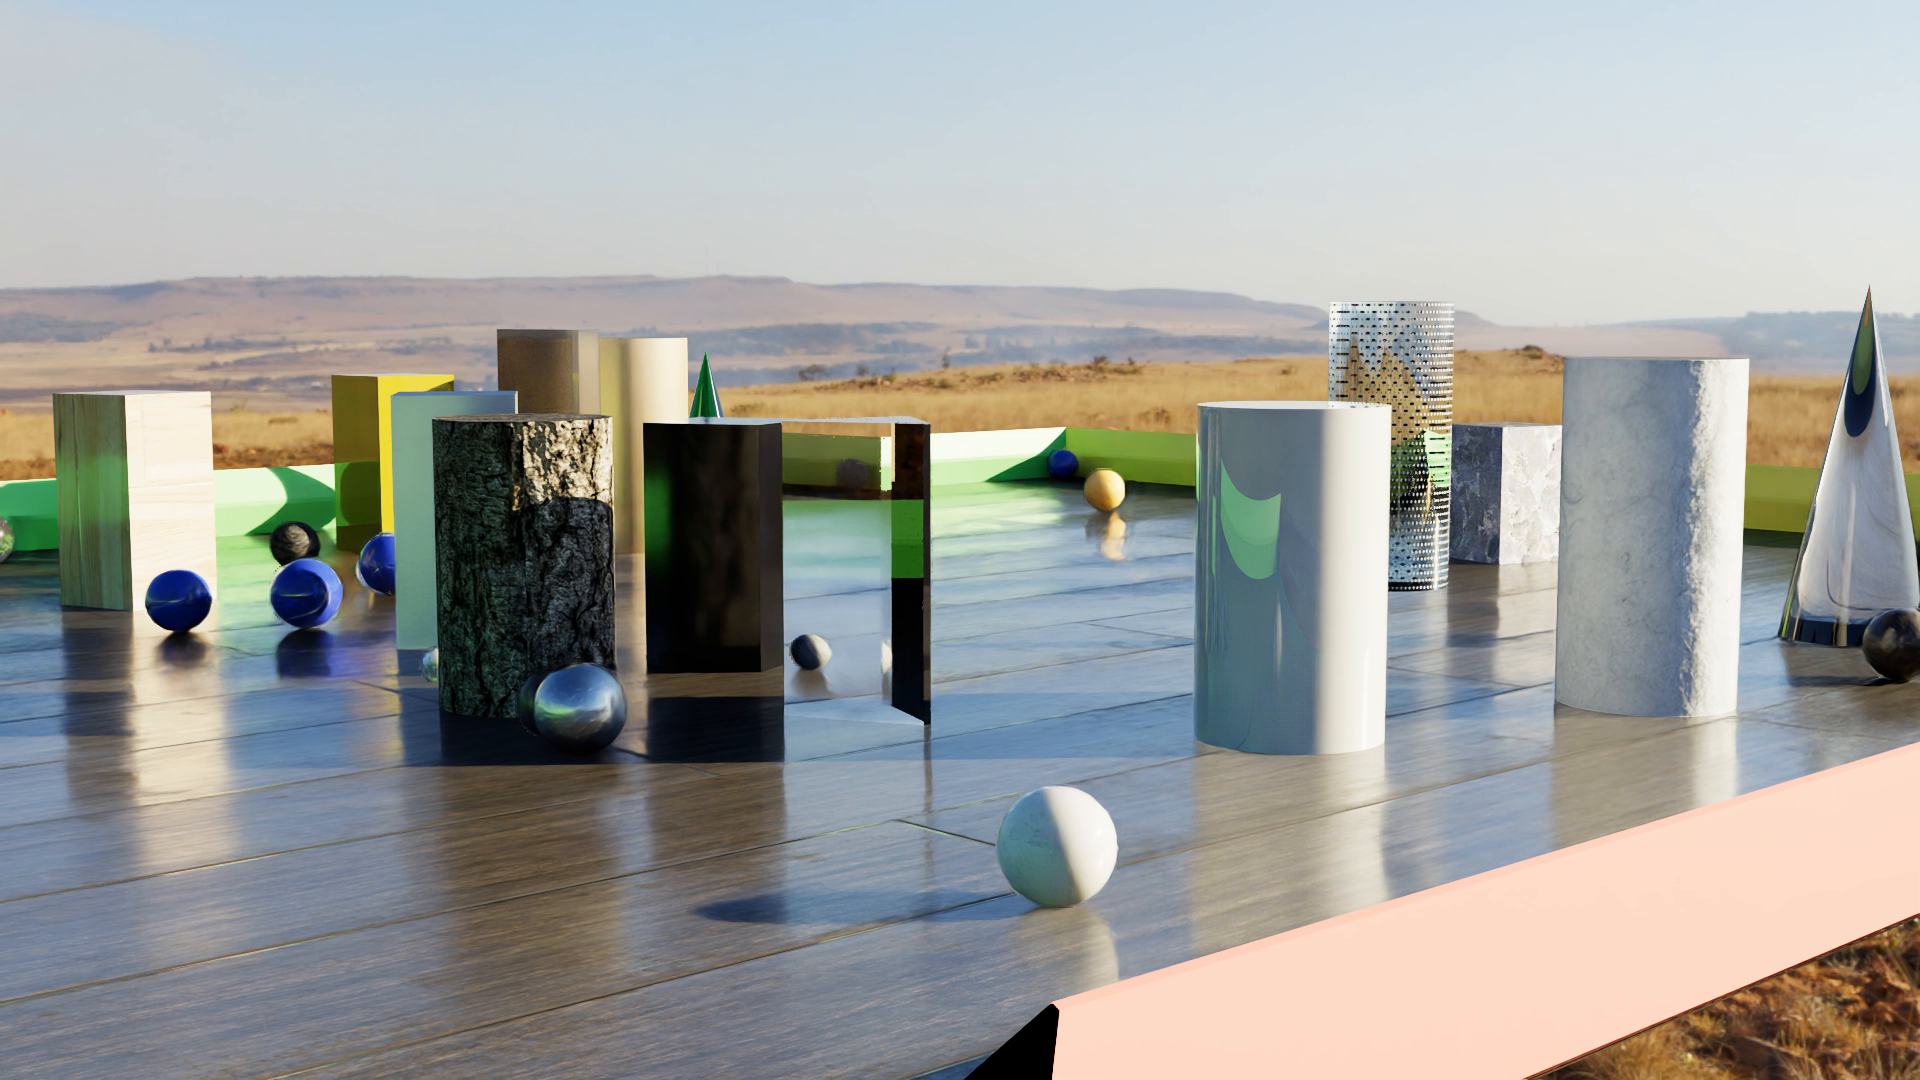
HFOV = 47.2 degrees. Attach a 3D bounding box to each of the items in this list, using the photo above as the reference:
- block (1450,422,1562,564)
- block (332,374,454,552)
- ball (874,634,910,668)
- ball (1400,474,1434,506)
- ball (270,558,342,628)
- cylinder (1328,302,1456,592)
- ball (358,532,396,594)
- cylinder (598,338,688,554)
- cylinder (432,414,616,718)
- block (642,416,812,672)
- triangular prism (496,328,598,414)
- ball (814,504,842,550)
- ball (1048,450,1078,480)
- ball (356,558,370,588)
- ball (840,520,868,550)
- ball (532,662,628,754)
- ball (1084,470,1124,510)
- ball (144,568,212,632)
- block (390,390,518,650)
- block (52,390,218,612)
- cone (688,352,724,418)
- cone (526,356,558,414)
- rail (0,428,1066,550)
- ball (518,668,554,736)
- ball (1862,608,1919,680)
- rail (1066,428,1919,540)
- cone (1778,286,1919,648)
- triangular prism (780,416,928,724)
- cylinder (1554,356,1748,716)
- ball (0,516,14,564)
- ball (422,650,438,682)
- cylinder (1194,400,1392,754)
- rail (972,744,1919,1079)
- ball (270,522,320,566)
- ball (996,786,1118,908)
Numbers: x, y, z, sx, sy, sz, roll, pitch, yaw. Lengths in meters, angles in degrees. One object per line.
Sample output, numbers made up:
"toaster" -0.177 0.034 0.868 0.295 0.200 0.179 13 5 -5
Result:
"block" 0.983 -0.088 3.973 0.160 0.242 0.160 -3 7 -29
"block" -1.055 -0.144 4.103 0.160 0.327 0.160 6 8 43
"ball" -0.085 0.138 2.752 0.044 0.044 0.044 0 6 0
"ball" 1.047 -0.114 5.036 0.074 0.074 0.074 0 6 0
"ball" -0.920 0.075 3.096 0.098 0.098 0.098 0 6 0
"cylinder" 0.698 -0.157 3.577 0.200 0.460 0.200 0 6 0
"ball" -0.898 0.037 3.469 0.098 0.098 0.098 0 6 0
"cylinder" -0.611 -0.182 4.134 0.200 0.395 0.200 0 6 0
"cylinder" -0.494 0.023 2.500 0.200 0.325 0.200 0 6 0
"block" -0.293 0.001 2.805 0.160 0.306 0.160 2 6 20
"triangular prism" -0.655 -0.146 3.688 0.173 0.415 0.150 4 7 32
"ball" -0.261 -0.023 4.096 0.086 0.086 0.086 0 6 0
"ball" 0.275 -0.202 5.846 0.080 0.080 0.080 0 6 0
"ball" -0.941 0.048 3.535 0.061 0.061 0.061 0 6 0
"ball" -0.198 -0.009 4.124 0.054 0.054 0.054 0 6 0
"ball" -0.382 0.169 2.215 0.094 0.094 0.094 0 6 0
"ball" 0.323 -0.111 4.919 0.091 0.091 0.091 0 6 0
"ball" -1.088 0.083 3.061 0.089 0.089 0.089 0 6 0
"block" -0.679 -0.032 2.980 0.160 0.334 0.160 -1 6 -10
"block" -1.261 -0.065 3.367 0.160 0.321 0.160 3 7 29
"cone" -0.440 -0.142 3.829 0.200 0.379 0.200 0 6 0
"cone" -0.846 -0.196 4.454 0.200 0.357 0.200 0 6 0
"rail" -1.170 -0.097 4.593 4.007 0.130 0.045 -5 8 -42
"ball" -0.424 0.170 2.297 0.074 0.074 0.074 0 6 0
"ball" 1.138 0.126 2.656 0.089 0.089 0.089 0 6 0
"rail" 1.455 -0.105 4.667 0.045 0.130 3.498 -5 8 -42
"cone" 1.228 -0.107 2.993 0.200 0.482 0.200 0 6 0
"triangular prism" -0.089 0.028 2.458 0.173 0.325 0.150 2 6 21
"cylinder" 0.784 -0.010 2.500 0.200 0.392 0.200 0 6 0
"ball" -1.697 -0.001 3.820 0.100 0.100 0.100 0 6 0
"ball" -0.626 0.151 2.643 0.041 0.041 0.041 0 6 0
"cylinder" 0.345 0.033 2.295 0.200 0.348 0.200 0 6 0
"rail" 1.170 0.165 2.071 4.007 0.130 0.045 -5 8 -42
"ball" -1.149 0.010 3.799 0.082 0.082 0.082 0 6 0
"ball" 0.073 0.230 1.649 0.091 0.091 0.091 0 6 0
